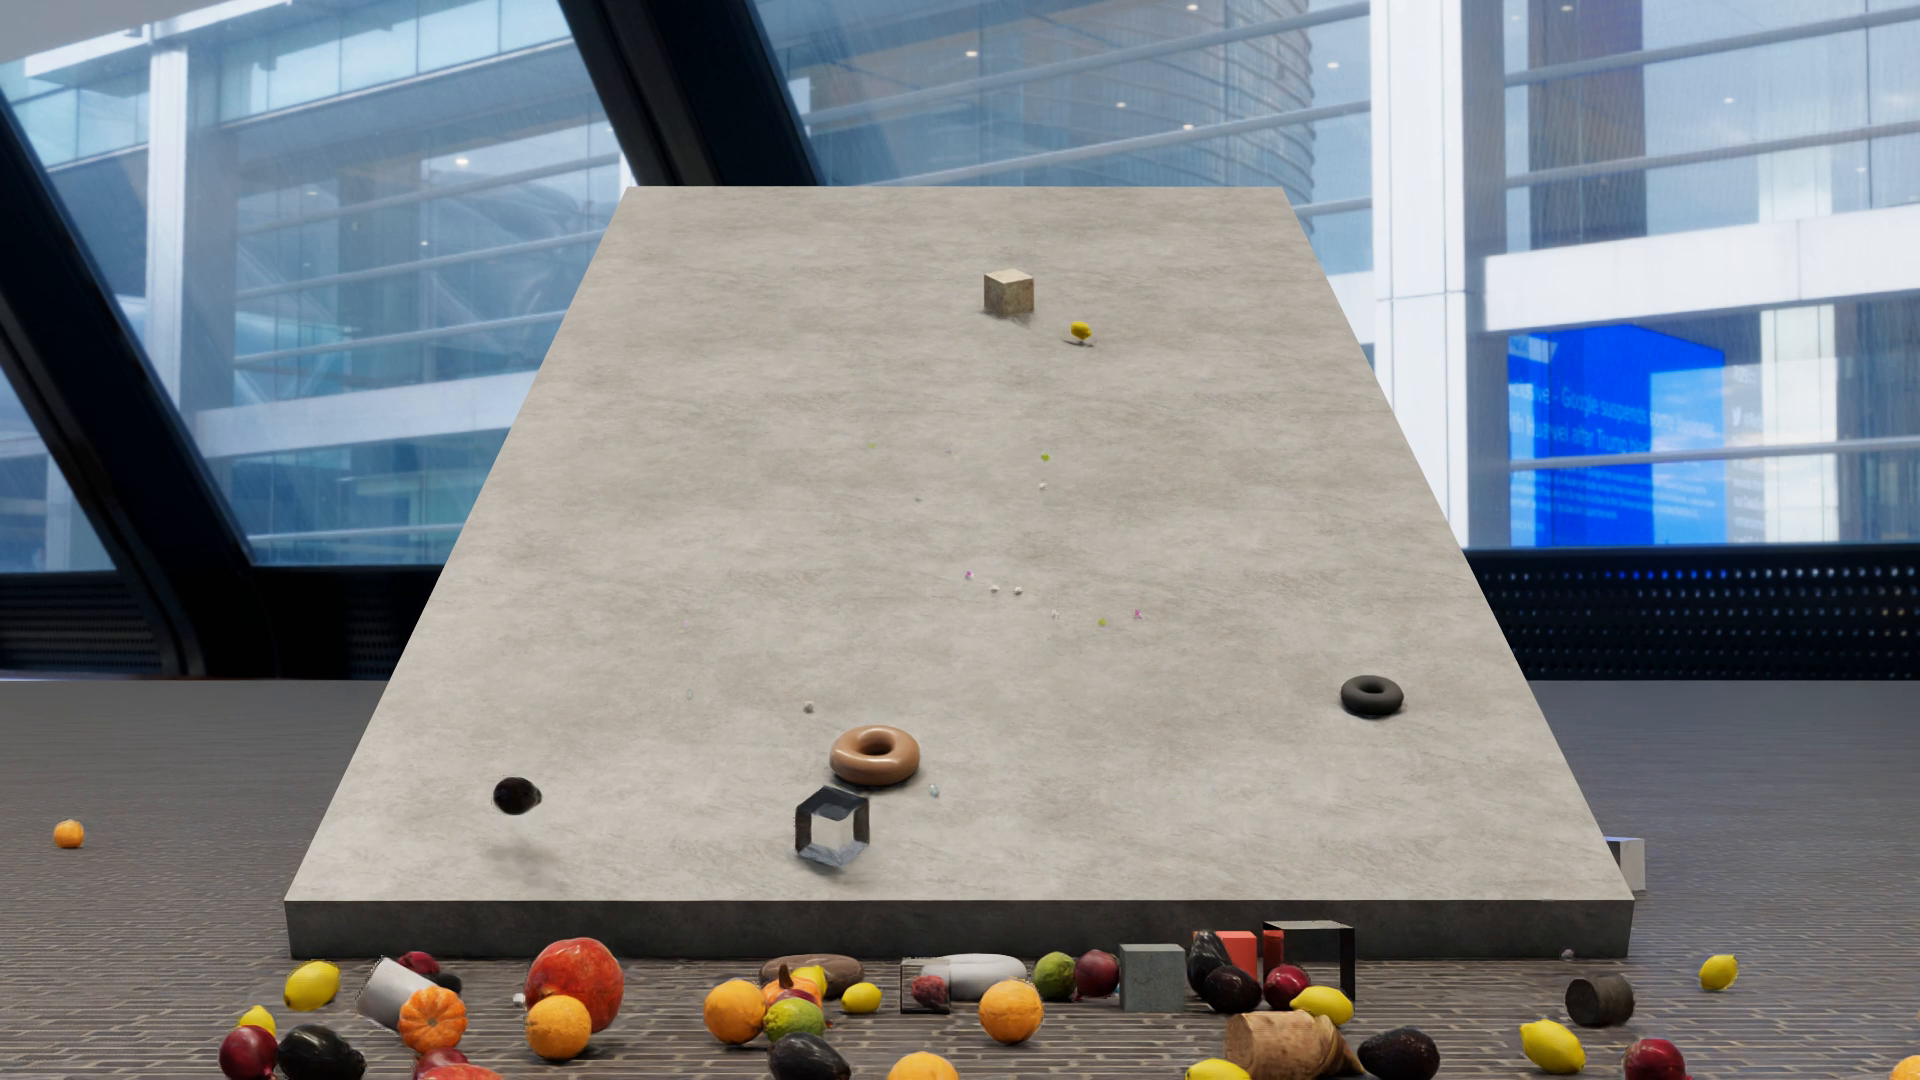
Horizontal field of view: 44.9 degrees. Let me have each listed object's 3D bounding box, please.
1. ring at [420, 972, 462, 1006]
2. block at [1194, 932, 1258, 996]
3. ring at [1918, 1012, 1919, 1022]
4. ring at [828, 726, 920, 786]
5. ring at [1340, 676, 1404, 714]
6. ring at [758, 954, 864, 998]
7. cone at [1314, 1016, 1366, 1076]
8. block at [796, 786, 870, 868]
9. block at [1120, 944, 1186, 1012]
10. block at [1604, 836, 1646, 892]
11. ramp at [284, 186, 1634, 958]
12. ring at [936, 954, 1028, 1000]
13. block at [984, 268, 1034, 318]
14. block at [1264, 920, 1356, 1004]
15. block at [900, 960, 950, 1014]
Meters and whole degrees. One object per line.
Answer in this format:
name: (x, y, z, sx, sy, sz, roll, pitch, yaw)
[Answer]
ring: (-0.693, 0.580, 2.993, 0.102, 0.034, 0.102, -1, -3, 0)
block: (0.355, 0.565, 3.104, 0.075, 0.075, 0.075, 0, -3, 0)
ring: (1.183, 0.568, 2.754, 0.090, 0.030, 0.090, 1, -2, 0)
ring: (-0.139, 0.352, 3.789, 0.150, 0.050, 0.150, 0, 25, 0)
ring: (0.710, 0.267, 4.004, 0.108, 0.036, 0.108, 0, 23, 0)
ring: (-0.197, 0.579, 3.080, 0.141, 0.047, 0.141, -1, -3, 0)
cone: (0.402, 0.550, 2.457, 0.070, 0.070, 0.070, 28, -11, -13)
block: (-0.195, 0.438, 3.553, 0.081, 0.081, 0.081, 14, 27, 28)
block: (0.244, 0.556, 2.954, 0.076, 0.076, 0.076, 0, -3, -2)
block: (1.280, 0.638, 4.578, 0.099, 0.099, 0.099, -3, -5, 43)
ramp: (-0.008, -0.228, 5.289, 2.000, 0.100, 4.000, 0, 24, 0)
ring: (0.018, 0.577, 3.069, 0.144, 0.048, 0.144, -1, -2, 0)
block: (0.126, -0.635, 5.975, 0.093, 0.093, 0.093, -14, 28, -29)
block: (0.457, 0.552, 3.047, 0.095, 0.095, 0.095, 1, -3, -9)
block: (-0.043, 0.562, 2.927, 0.061, 0.061, 0.061, 0, -3, 1)
